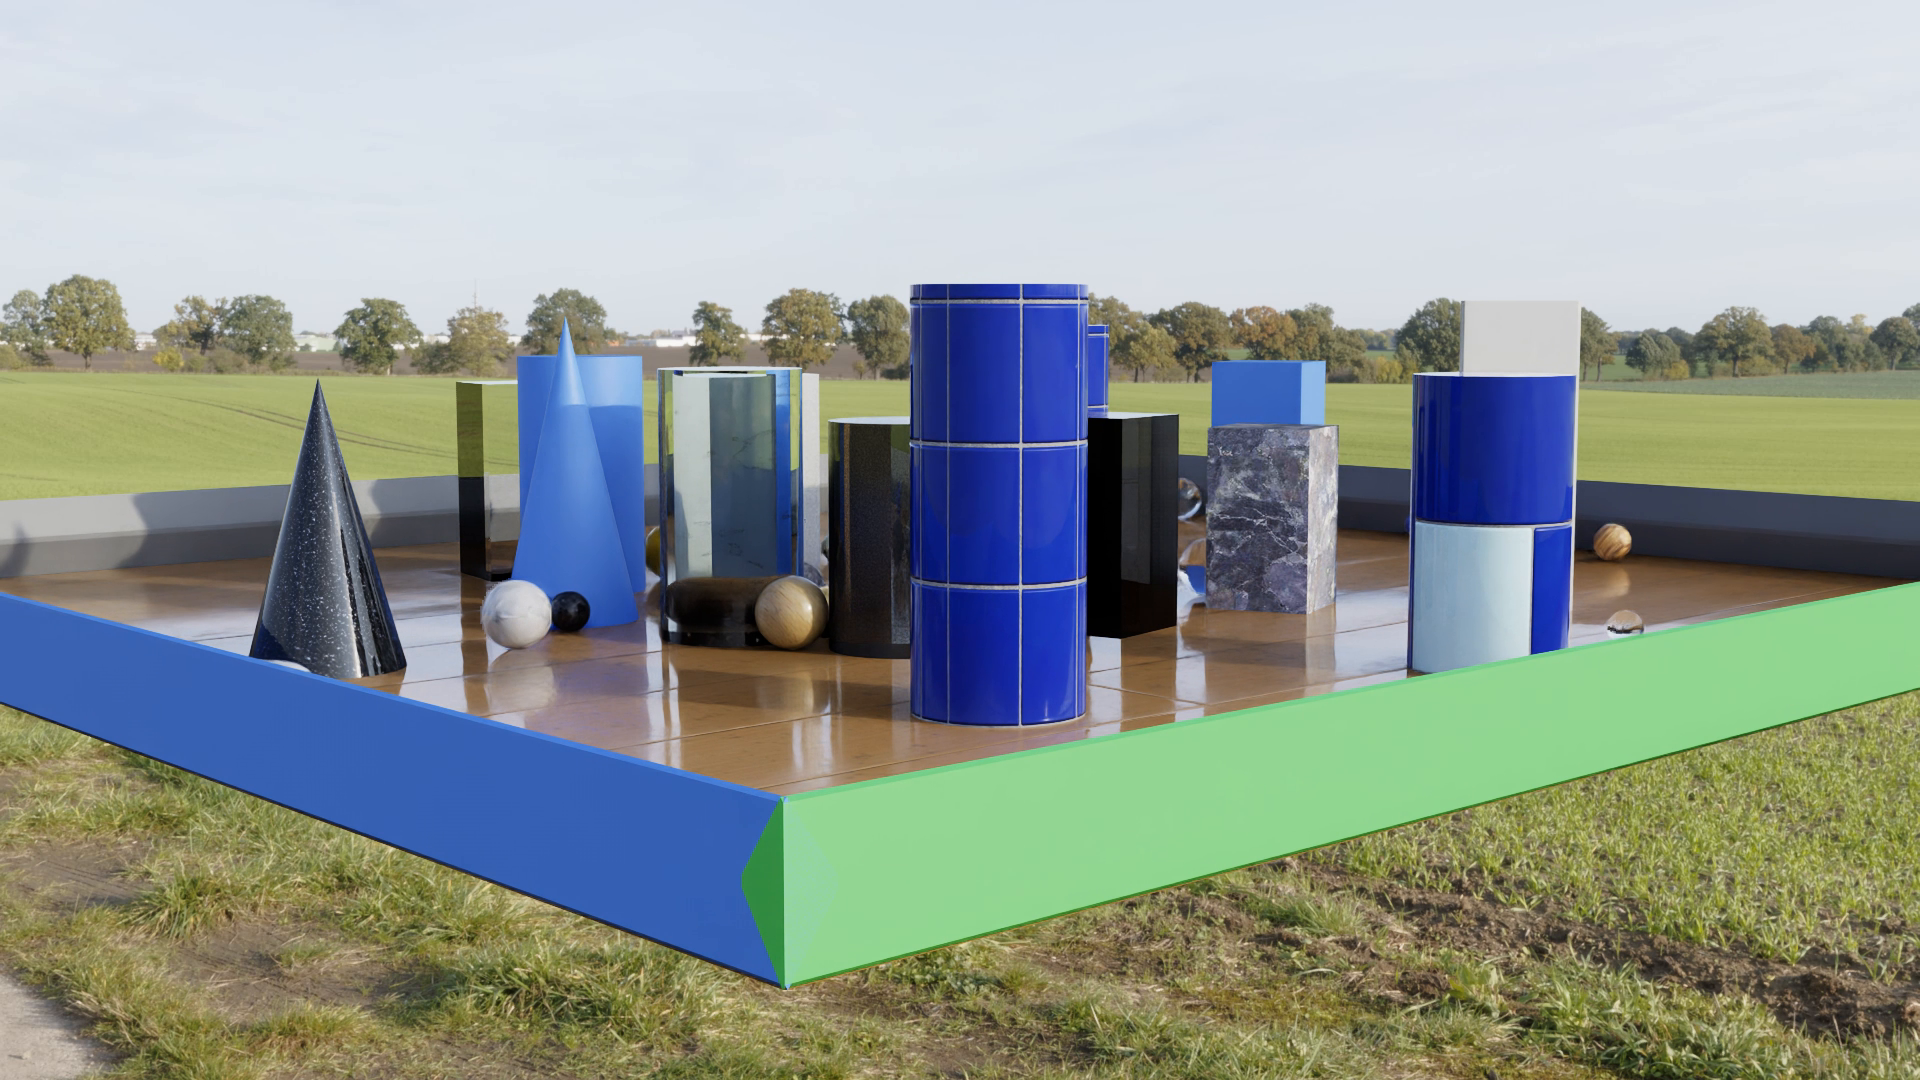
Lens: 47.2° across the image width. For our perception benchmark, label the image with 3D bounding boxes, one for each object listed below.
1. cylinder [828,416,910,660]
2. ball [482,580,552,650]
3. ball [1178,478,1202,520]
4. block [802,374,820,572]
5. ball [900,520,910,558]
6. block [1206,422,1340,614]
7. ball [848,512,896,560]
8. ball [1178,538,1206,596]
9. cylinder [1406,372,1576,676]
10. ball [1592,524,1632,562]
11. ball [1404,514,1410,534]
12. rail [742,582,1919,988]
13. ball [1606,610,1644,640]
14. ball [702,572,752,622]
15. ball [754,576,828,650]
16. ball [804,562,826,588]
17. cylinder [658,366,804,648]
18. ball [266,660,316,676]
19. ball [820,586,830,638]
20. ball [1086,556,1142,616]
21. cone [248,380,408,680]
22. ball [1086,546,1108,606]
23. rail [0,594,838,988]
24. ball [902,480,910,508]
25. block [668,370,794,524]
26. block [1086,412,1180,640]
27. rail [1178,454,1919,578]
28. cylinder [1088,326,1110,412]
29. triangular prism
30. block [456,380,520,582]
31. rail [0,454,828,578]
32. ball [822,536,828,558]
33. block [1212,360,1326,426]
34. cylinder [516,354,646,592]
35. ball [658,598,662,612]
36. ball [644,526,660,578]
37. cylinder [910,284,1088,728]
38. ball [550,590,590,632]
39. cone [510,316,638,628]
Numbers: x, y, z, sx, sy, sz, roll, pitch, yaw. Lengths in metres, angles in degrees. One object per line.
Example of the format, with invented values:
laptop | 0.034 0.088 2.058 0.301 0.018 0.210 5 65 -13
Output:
cylinder | -0.076 -0.007 2.893 0.195 0.301 0.195 0 6 0
ball | -0.582 0.098 2.890 0.091 0.091 0.091 0 6 0
ball | 0.467 -0.087 4.666 0.090 0.090 0.090 0 6 0
block | -0.320 -0.074 3.294 0.156 0.349 0.156 -6 8 -43
ball | -0.064 -0.003 3.886 0.085 0.085 0.085 0 6 0
block | 0.471 -0.036 3.313 0.156 0.270 0.156 3 7 25
ball | -0.157 -0.008 3.936 0.085 0.085 0.085 0 6 0
ball | 0.386 0.042 3.431 0.090 0.090 0.090 0 6 0
cylinder | 0.656 -0.022 2.720 0.195 0.365 0.195 0 6 0
ball | 1.157 0.005 3.901 0.067 0.067 0.067 0 6 0
ball | 0.897 -0.030 4.313 0.050 0.050 0.050 0 6 0
rail | 0.881 0.132 2.382 2.754 0.127 0.045 -5 8 -42
ball | 0.883 0.117 2.920 0.047 0.047 0.047 0 6 0
ball | -0.334 0.081 3.146 0.072 0.072 0.072 0 6 0
ball | -0.221 0.095 2.889 0.098 0.098 0.098 0 6 0
ball | -0.236 0.074 3.129 0.089 0.089 0.089 0 6 0
cylinder | -0.310 -0.050 2.990 0.195 0.365 0.195 0 6 0
ball | -0.687 0.168 2.219 0.093 0.093 0.093 0 6 0
ball | -0.178 0.098 2.989 0.071 0.071 0.071 0 6 0
ball | 0.223 0.067 3.216 0.086 0.086 0.086 0 6 0
cone | -0.791 -0.021 2.728 0.195 0.362 0.195 0 6 0
ball | 0.173 0.053 3.292 0.096 0.096 0.096 0 6 0
rail | -0.995 0.129 2.419 0.045 0.127 2.646 -5 8 -42
ball | -0.084 -0.101 4.829 0.084 0.084 0.084 0 6 0
block | -0.400 -0.127 3.856 0.156 0.337 0.156 -5 8 -41
block | 0.198 -0.026 3.075 0.156 0.299 0.156 4 7 34
rail | 0.995 -0.063 4.245 0.045 0.127 2.646 -5 8 -42
cylinder | 0.181 -0.196 4.140 0.195 0.415 0.195 0 6 0
triangular prism | 0.831 -0.131 3.318 0.169 0.458 0.146 1 6 7
block | -0.743 -0.103 3.699 0.156 0.324 0.156 -4 7 -31
rail | -0.881 -0.066 4.282 2.754 0.127 0.045 -5 8 -42
ball | -0.220 0.013 3.895 0.052 0.052 0.052 0 6 0
block | 0.532 -0.130 3.799 0.156 0.356 0.156 3 7 24
cylinder | -0.601 -0.106 3.494 0.195 0.372 0.195 0 6 0
ball | -0.416 0.092 3.188 0.042 0.042 0.042 0 6 0
ball | -0.477 0.019 3.635 0.094 0.094 0.094 0 6 0
cylinder | 0.042 -0.044 2.420 0.195 0.471 0.195 0 6 0
ball | -0.541 0.099 3.050 0.057 0.057 0.057 0 6 0
cone | -0.562 -0.103 3.152 0.195 0.436 0.195 0 6 0
